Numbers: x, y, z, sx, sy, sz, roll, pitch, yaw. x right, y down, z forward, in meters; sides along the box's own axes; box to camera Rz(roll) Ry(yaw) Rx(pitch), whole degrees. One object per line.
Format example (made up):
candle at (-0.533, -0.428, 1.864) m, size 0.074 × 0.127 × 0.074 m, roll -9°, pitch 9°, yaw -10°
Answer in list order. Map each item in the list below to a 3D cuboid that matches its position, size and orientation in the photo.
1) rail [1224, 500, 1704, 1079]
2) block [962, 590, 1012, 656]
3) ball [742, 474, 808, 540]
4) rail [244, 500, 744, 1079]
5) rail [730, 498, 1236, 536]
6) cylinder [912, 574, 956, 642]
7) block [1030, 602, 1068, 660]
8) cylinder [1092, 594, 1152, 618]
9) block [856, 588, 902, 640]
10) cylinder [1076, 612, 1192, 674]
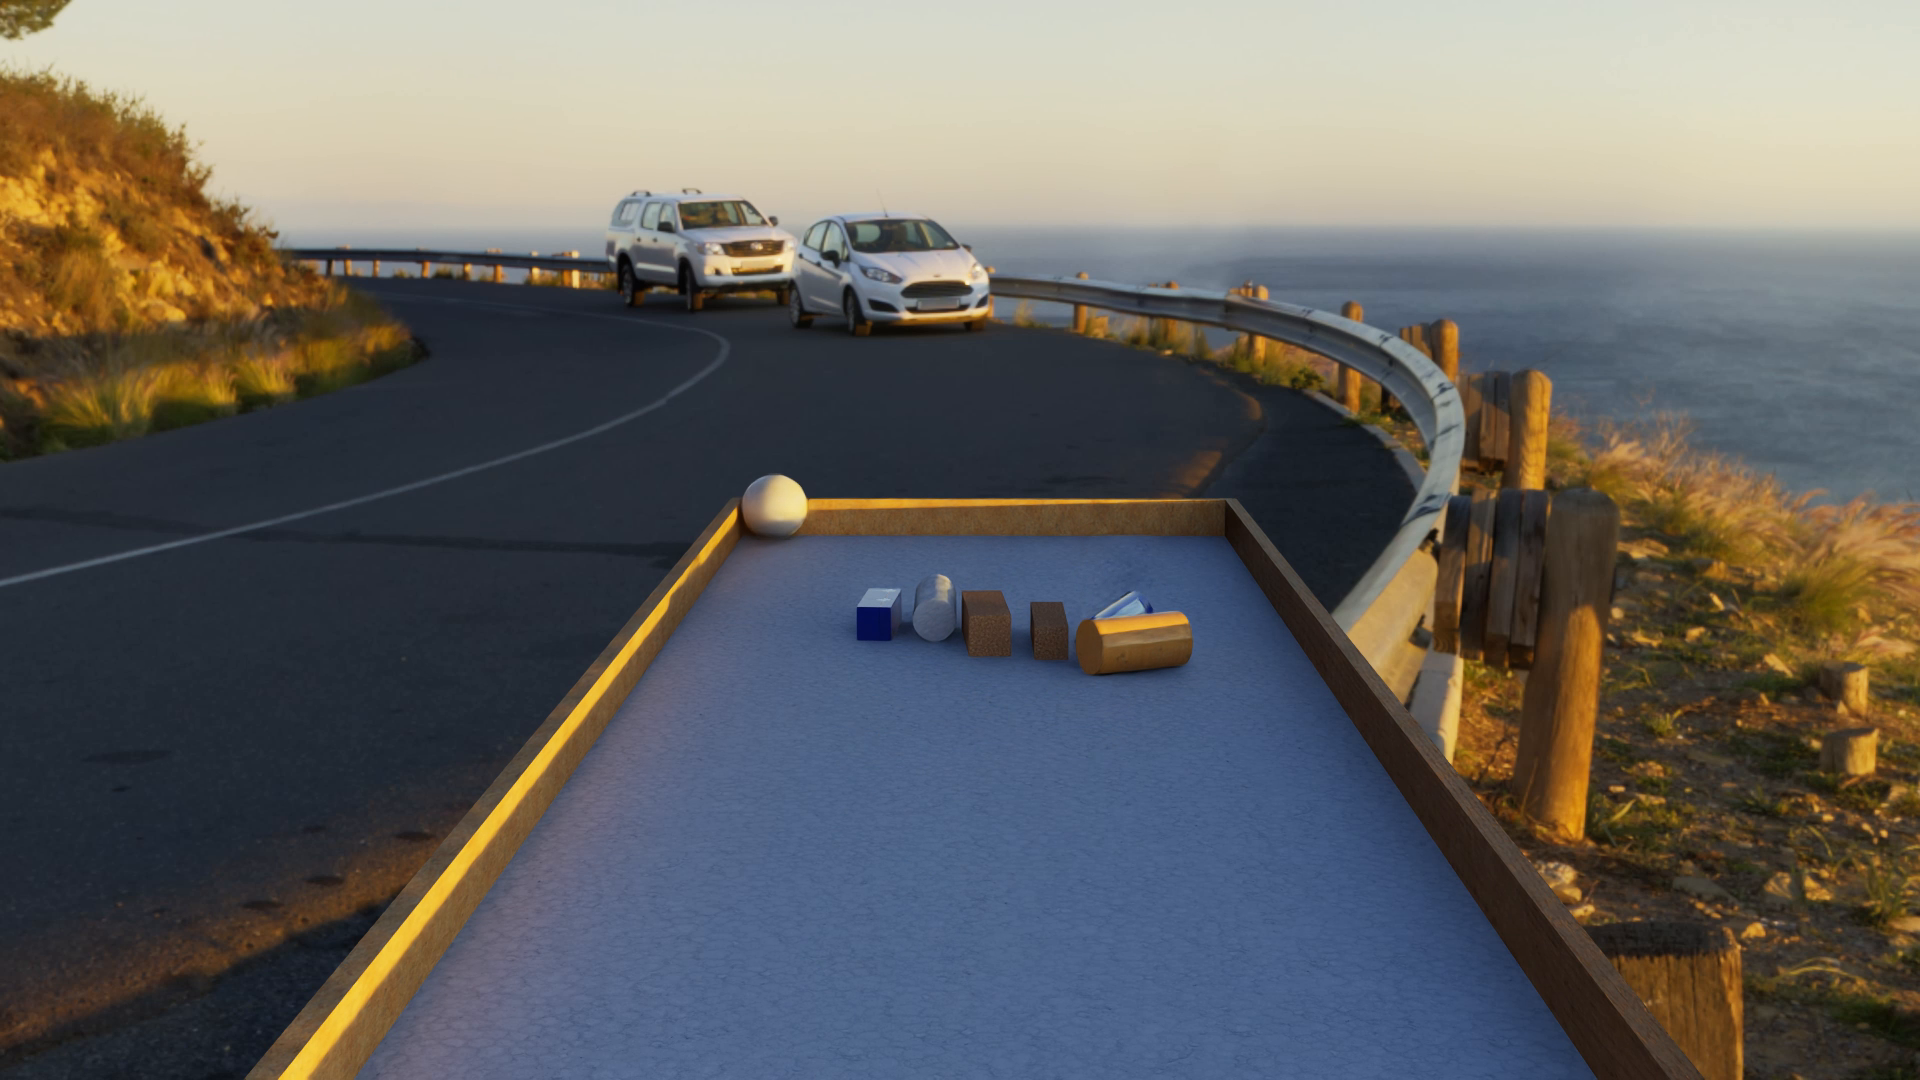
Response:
rail at (1.046, 0.843, 3.208) m, size 0.050 × 0.150 × 12.000 m, roll 0°, pitch 9°, yaw 1°
block at (0.081, 0.261, 6.949) m, size 0.129 × 0.129 × 0.423 m, roll 0°, pitch 9°, yaw -3°
ball at (-0.758, -0.133, 8.991) m, size 0.269 × 0.269 × 0.269 m, roll 0°, pitch 9°, yaw 0°
rail at (-1.004, 0.839, 3.234) m, size 0.050 × 0.150 × 12.000 m, roll 0°, pitch 9°, yaw 1°
rail at (0.099, -0.098, 9.147) m, size 2.100 × 0.150 × 0.050 m, roll 0°, pitch 9°, yaw 1°
cylinder at (-0.081, 0.219, 7.187) m, size 0.139 × 0.139 × 0.444 m, roll 0°, pitch 9°, yaw 0°
block at (0.279, 0.283, 6.899) m, size 0.103 × 0.103 × 0.412 m, roll 0°, pitch 9°, yaw 0°
cylinder at (0.494, 0.265, 6.954) m, size 0.120 × 0.120 × 0.460 m, roll 3°, pitch 9°, yaw 19°
block at (-0.261, 0.241, 7.143) m, size 0.109 × 0.109 × 0.327 m, roll 1°, pitch 9°, yaw 4°
cylinder at (0.519, 0.306, 6.554) m, size 0.307 × 0.165 × 0.165 m, roll -4°, pitch 10°, yaw -25°
